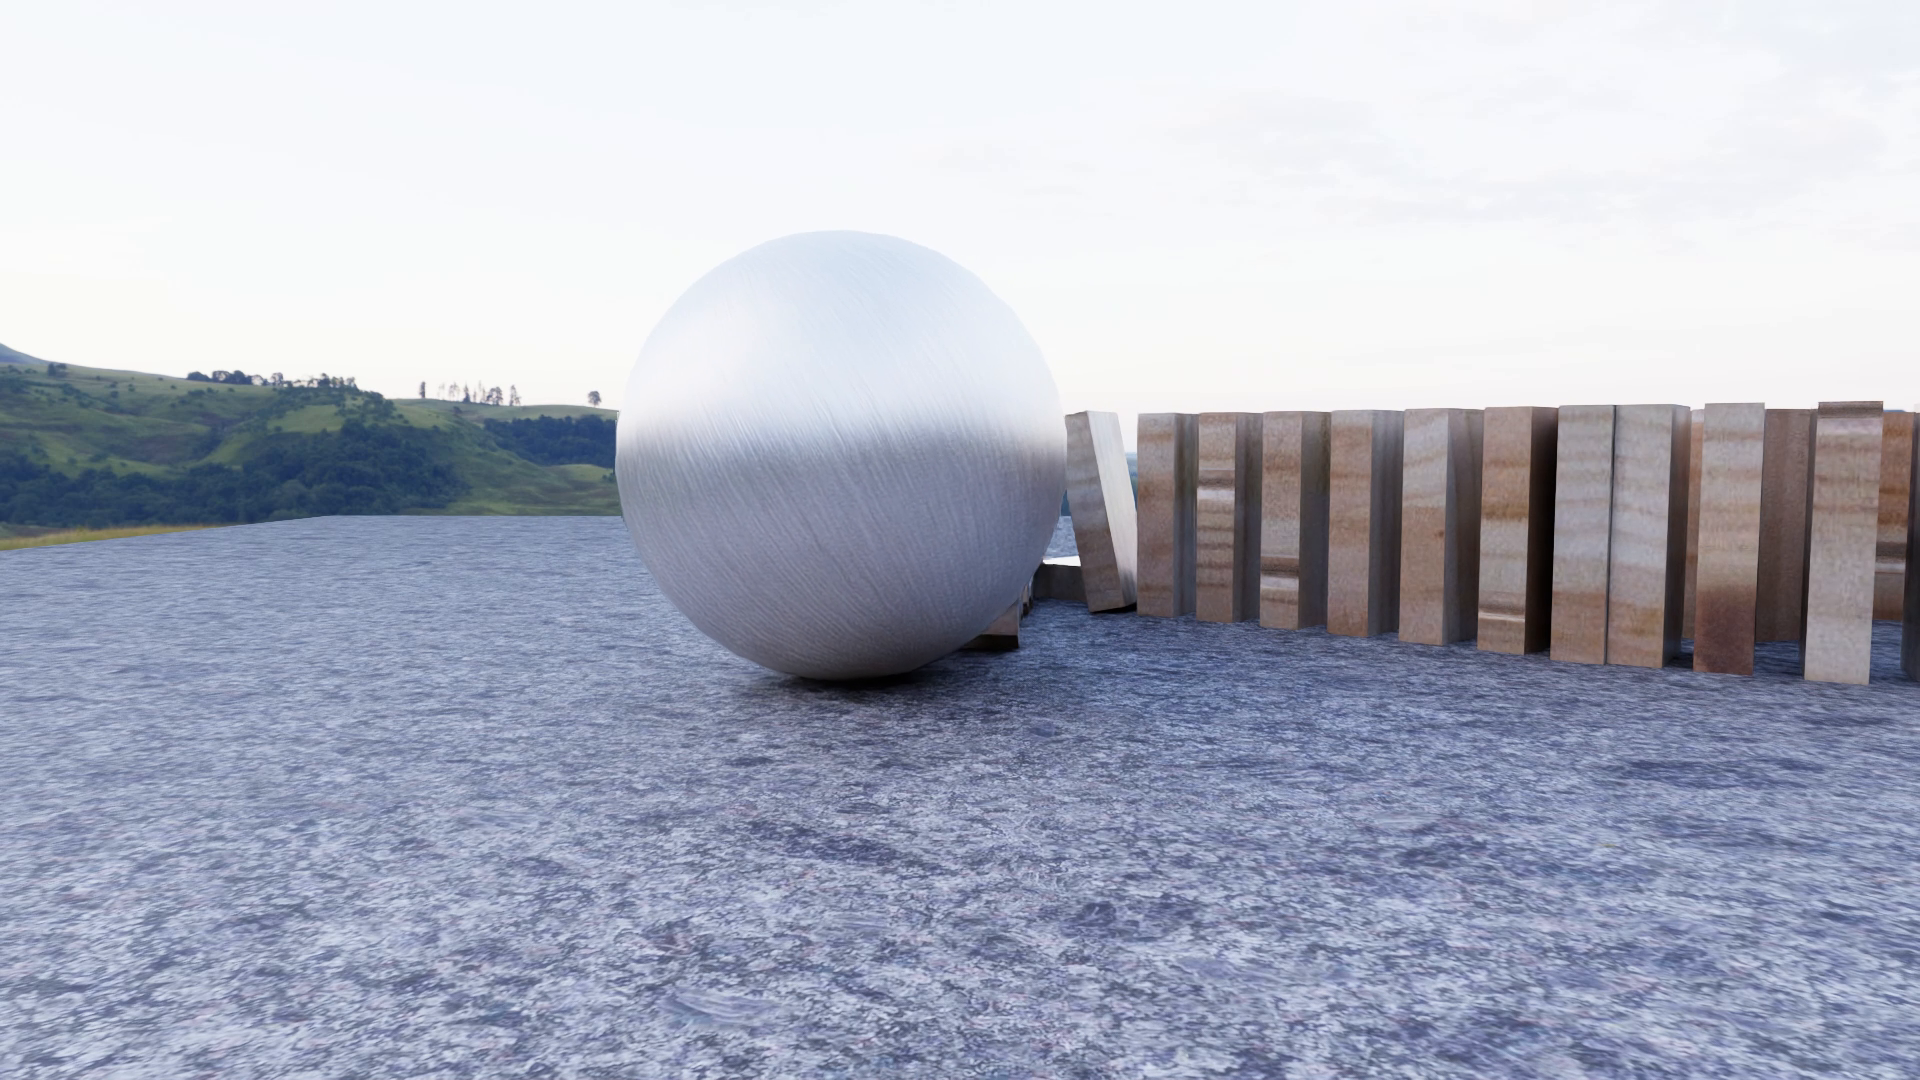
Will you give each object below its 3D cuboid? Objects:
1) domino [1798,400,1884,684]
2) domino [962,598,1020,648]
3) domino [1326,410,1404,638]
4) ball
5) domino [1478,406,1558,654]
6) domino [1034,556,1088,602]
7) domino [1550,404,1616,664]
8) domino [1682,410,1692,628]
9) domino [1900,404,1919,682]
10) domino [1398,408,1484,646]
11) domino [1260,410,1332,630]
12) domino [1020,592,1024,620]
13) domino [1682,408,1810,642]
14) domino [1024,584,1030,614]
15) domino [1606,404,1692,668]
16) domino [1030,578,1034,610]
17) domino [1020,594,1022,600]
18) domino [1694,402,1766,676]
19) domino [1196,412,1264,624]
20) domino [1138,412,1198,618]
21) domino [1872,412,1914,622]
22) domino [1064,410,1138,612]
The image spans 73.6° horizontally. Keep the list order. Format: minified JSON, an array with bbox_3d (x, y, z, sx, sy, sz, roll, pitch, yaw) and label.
[{"bbox_3d":[0.163,0.000,0.238,0.010,0.050,0.025,3,5,31],"label":"domino"},{"bbox_3d":[0.000,-0.003,0.273,0.025,0.050,0.010,0,-21,5],"label":"domino"},{"bbox_3d":[0.095,-0.004,0.293,0.010,0.050,0.025,4,6,42],"label":"domino"},{"bbox_3d":[-0.021,-0.015,0.231,0.080,0.080,0.080,0,4,0],"label":"ball"},{"bbox_3d":[0.119,-0.003,0.269,0.009,0.050,0.025,4,6,45],"label":"domino"},{"bbox_3d":[0.045,0.010,0.371,0.025,0.009,0.050,4,6,41],"label":"domino"},{"bbox_3d":[0.128,-0.002,0.258,0.010,0.050,0.025,3,5,37],"label":"domino"},{"bbox_3d":[0.169,-0.005,0.295,0.025,0.050,0.009,0,4,-2],"label":"domino"},{"bbox_3d":[0.178,0.000,0.229,0.009,0.050,0.025,2,5,27],"label":"domino"},{"bbox_3d":[0.107,-0.004,0.281,0.009,0.050,0.025,4,6,44],"label":"domino"},{"bbox_3d":[0.082,-0.005,0.304,0.009,0.050,0.025,4,6,40],"label":"domino"},{"bbox_3d":[0.003,-0.006,0.315,0.025,0.050,0.010,0,-21,5],"label":"domino"},{"bbox_3d":[0.172,-0.003,0.279,0.025,0.050,0.010,-1,4,-16],"label":"domino"},{"bbox_3d":[0.005,-0.006,0.326,0.025,0.050,0.010,0,-23,5],"label":"domino"},{"bbox_3d":[0.137,-0.002,0.255,0.009,0.050,0.025,3,5,36],"label":"domino"},{"bbox_3d":[0.007,-0.007,0.337,0.025,0.050,0.010,0,-23,6],"label":"domino"},{"bbox_3d":[0.002,-0.005,0.304,0.025,0.050,0.009,0,-21,5],"label":"domino"},{"bbox_3d":[0.148,-0.001,0.247,0.009,0.050,0.025,3,5,32],"label":"domino"},{"bbox_3d":[0.068,-0.006,0.315,0.010,0.050,0.025,3,5,37],"label":"domino"},{"bbox_3d":[0.054,-0.007,0.325,0.009,0.050,0.025,2,5,31],"label":"domino"},{"bbox_3d":[0.233,-0.006,0.317,0.010,0.050,0.025,4,6,44],"label":"domino"},{"bbox_3d":[0.037,-0.008,0.334,0.010,0.050,0.025,-11,-1,25],"label":"domino"}]
